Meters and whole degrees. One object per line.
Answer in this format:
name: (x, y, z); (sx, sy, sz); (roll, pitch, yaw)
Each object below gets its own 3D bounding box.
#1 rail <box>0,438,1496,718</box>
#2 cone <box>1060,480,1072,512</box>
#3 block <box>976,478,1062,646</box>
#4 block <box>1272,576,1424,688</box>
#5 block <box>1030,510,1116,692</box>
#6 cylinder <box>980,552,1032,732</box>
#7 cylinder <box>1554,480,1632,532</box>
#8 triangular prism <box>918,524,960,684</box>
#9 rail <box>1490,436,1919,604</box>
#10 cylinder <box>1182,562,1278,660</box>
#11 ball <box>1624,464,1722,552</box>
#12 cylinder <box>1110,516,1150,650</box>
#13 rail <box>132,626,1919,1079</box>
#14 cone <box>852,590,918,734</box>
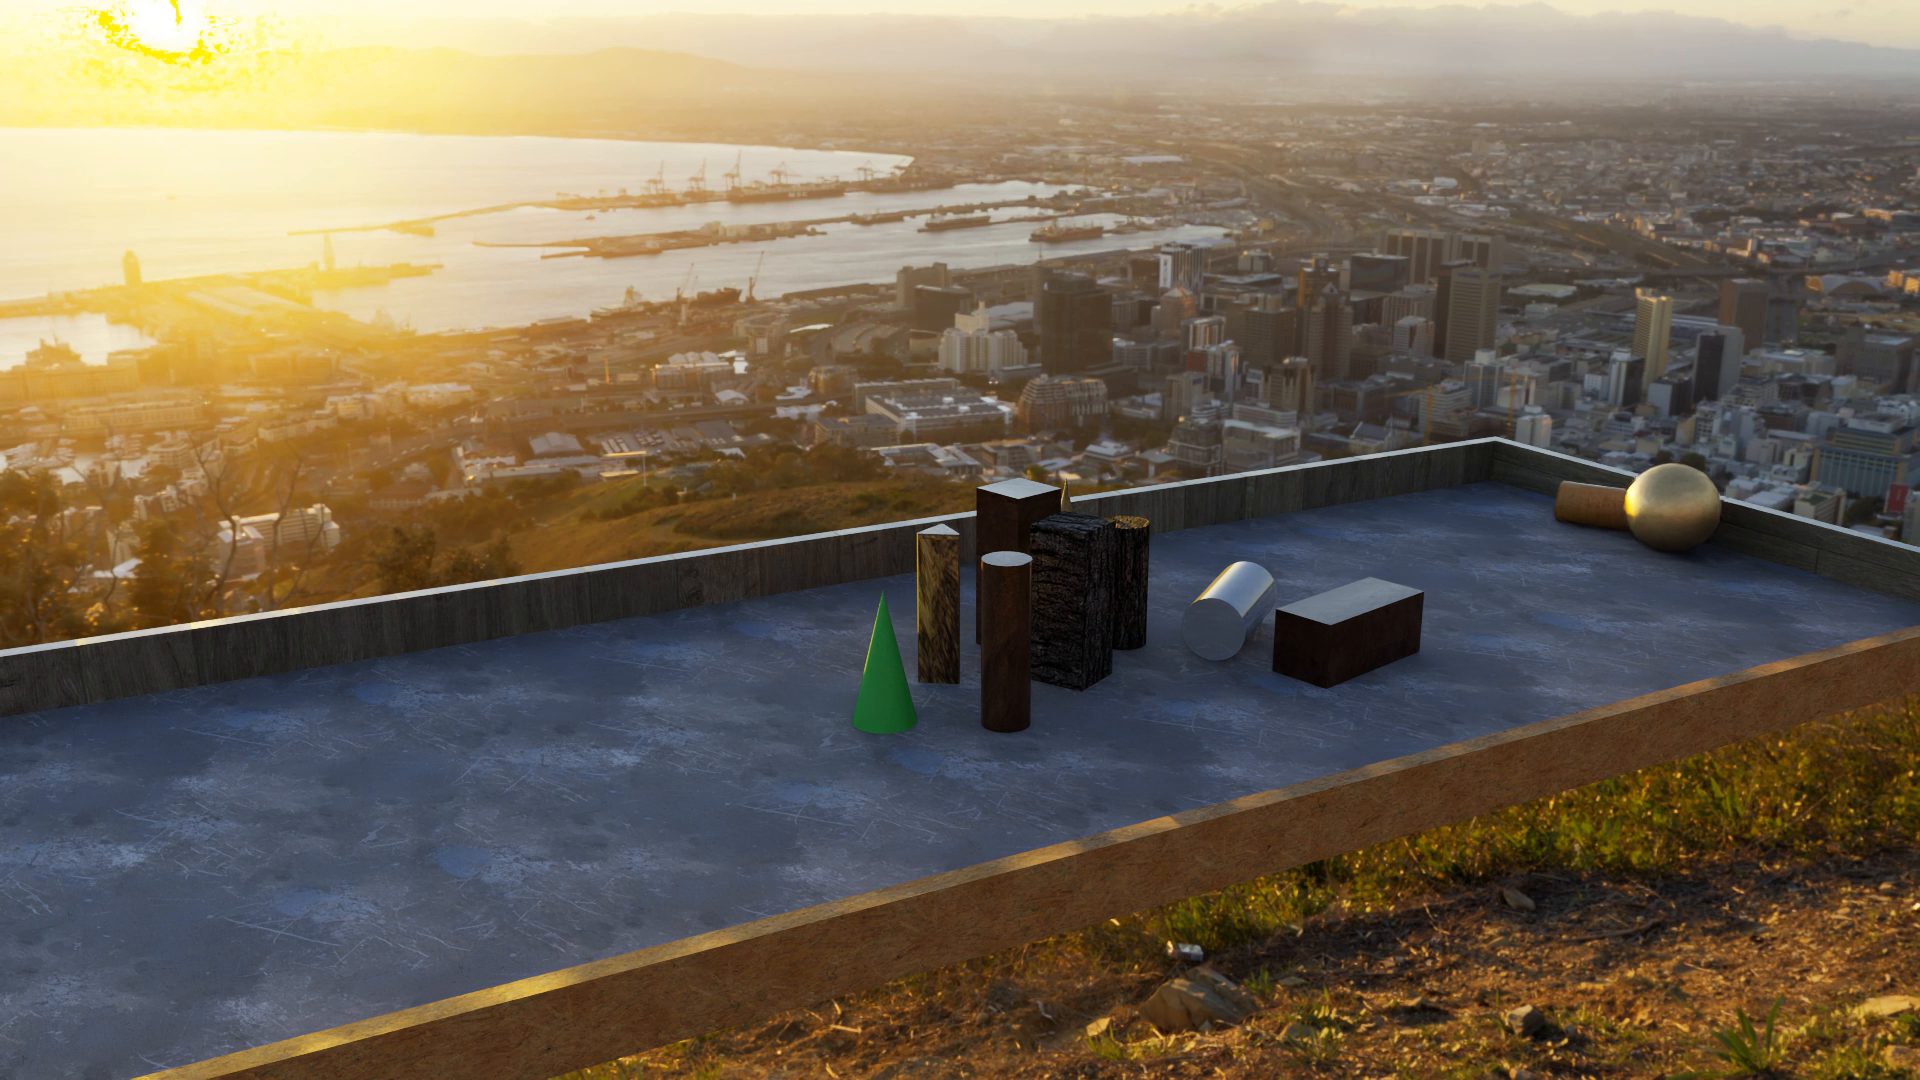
rail: (-3.305, 0.497, 3.399); (12.000, 0.150, 0.050); (-9, 18, -27)
cone: (0.295, 0.013, 4.623); (0.145, 0.388, 0.145); (0, 16, 0)
block: (0.153, 0.072, 4.347); (0.156, 0.431, 0.156); (-15, 22, -41)
block: (1.005, 0.234, 4.260); (0.403, 0.168, 0.168); (-14, 21, -39)
block: (0.280, 0.151, 4.123); (0.154, 0.405, 0.154); (11, 20, 33)
cylinder: (0.107, 0.237, 3.829); (0.116, 0.405, 0.116); (0, 16, 0)
cylinder: (2.158, -0.108, 5.481); (0.318, 0.137, 0.137); (11, 19, 32)
triangular prism: (-0.049, 0.159, 4.123); (0.103, 0.389, 0.090); (2, 16, 6)
rail: (2.466, -0.048, 5.253); (0.050, 0.150, 2.100); (-9, 18, -27)
cylinder: (0.725, 0.186, 4.420); (0.170, 0.170, 0.347); (7, 18, 23)
ball: (2.246, -0.101, 5.199); (0.282, 0.282, 0.282); (0, 16, 0)
cylinder: (0.435, 0.113, 4.376); (0.126, 0.334, 0.126); (0, 16, 0)
rail: (-2.336, 1.006, 1.665); (12.000, 0.150, 0.050); (-9, 18, -27)
cone: (-0.178, 0.272, 3.854); (0.154, 0.325, 0.154); (0, 16, 0)
